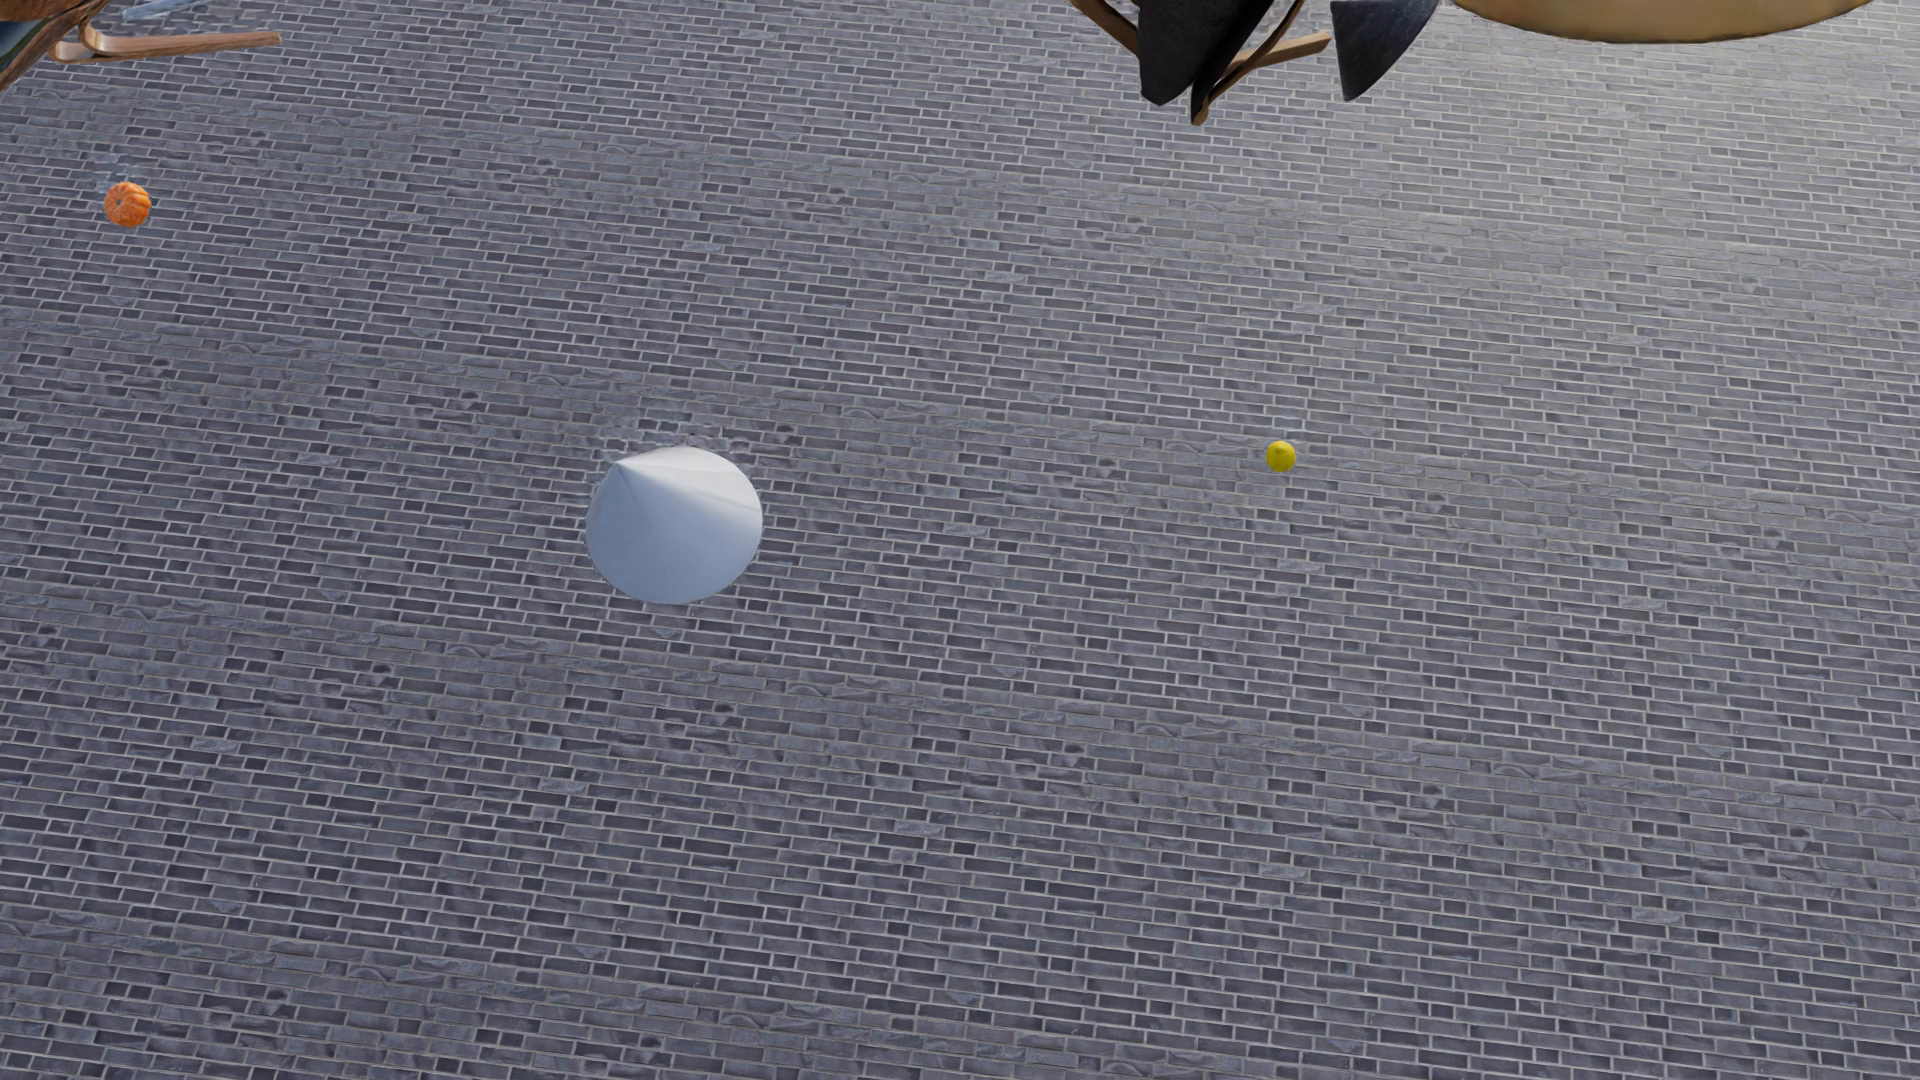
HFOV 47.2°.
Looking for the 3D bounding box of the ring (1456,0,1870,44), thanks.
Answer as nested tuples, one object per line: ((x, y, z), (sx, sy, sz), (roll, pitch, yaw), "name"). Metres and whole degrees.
((0.676, -0.569, 2.108), (0.483, 0.108, 0.184), (0, 85, 3), "ring")

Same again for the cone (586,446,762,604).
((-0.435, -0.064, 3.036), (0.280, 0.209, 0.239), (22, 74, 24), "cone")

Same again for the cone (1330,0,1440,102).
((0.594, -0.766, 3.258), (0.114, 0.258, 0.164), (31, 63, -10), "cone")
